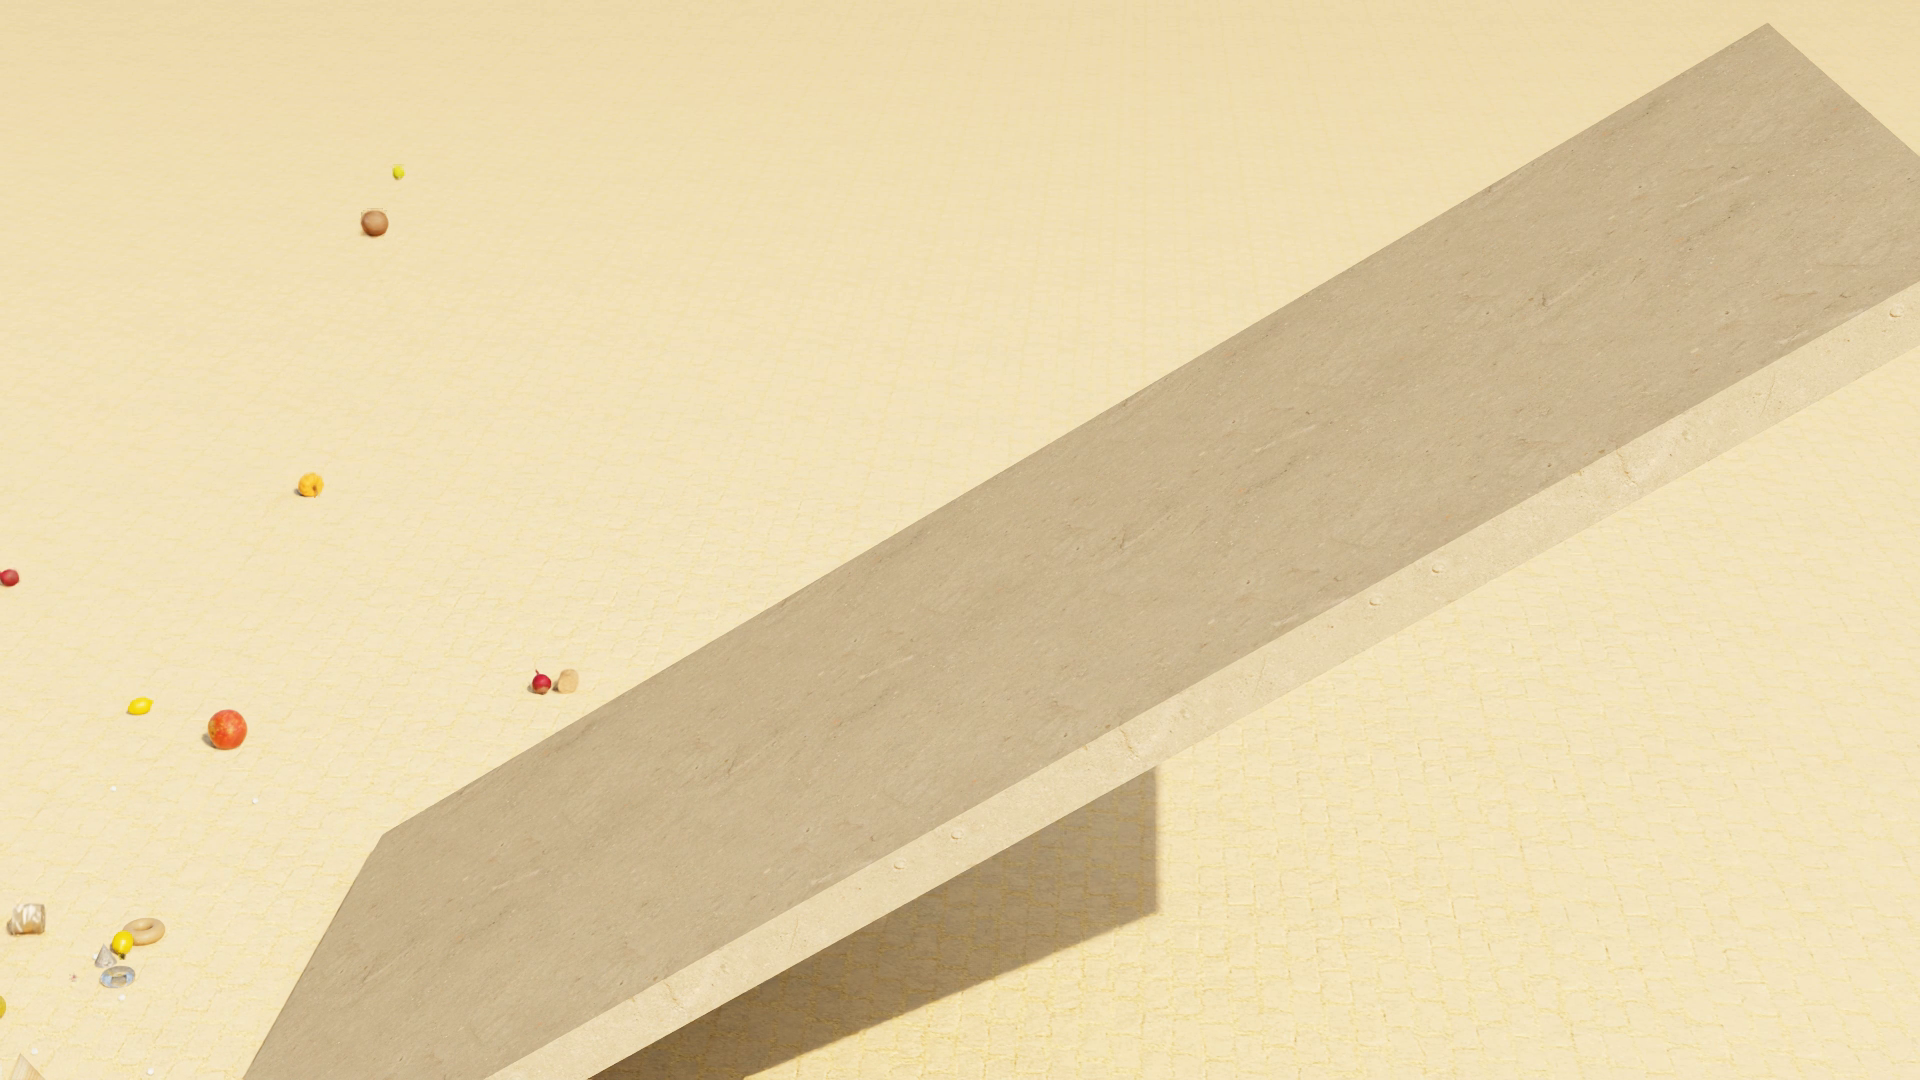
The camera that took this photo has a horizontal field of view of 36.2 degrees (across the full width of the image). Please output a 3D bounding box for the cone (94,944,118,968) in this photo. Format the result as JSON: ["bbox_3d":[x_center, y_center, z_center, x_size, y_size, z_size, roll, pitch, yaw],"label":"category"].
[{"bbox_3d":[-2.089,1.009,7.184,0.055,0.055,0.055,0,20,0],"label":"cone"}]

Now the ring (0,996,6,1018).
[{"bbox_3d":[-2.315,1.106,6.934,0.128,0.043,0.128,1,20,0],"label":"ring"}]

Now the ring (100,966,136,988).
[{"bbox_3d":[-2.032,1.054,7.099,0.083,0.028,0.083,1,20,-1],"label":"ring"}]

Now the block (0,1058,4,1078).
[{"bbox_3d":[-2.231,1.178,6.674,0.084,0.084,0.084,-13,24,-33],"label":"block"}]

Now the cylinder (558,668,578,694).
[{"bbox_3d":[-1.172,0.422,8.798,0.059,0.059,0.059,-1,20,-3],"label":"cylinder"}]

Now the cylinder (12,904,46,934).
[{"bbox_3d":[-2.322,0.946,7.335,0.070,0.070,0.070,-3,20,-7],"label":"cylinder"}]

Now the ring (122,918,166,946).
[{"bbox_3d":[-2.030,0.973,7.312,0.106,0.035,0.106,-1,21,0],"label":"ring"}]

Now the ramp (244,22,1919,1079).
[{"bbox_3d":[0.140,0.170,6.292,4.000,0.100,2.000,-30,15,13],"label":"ramp"}]
